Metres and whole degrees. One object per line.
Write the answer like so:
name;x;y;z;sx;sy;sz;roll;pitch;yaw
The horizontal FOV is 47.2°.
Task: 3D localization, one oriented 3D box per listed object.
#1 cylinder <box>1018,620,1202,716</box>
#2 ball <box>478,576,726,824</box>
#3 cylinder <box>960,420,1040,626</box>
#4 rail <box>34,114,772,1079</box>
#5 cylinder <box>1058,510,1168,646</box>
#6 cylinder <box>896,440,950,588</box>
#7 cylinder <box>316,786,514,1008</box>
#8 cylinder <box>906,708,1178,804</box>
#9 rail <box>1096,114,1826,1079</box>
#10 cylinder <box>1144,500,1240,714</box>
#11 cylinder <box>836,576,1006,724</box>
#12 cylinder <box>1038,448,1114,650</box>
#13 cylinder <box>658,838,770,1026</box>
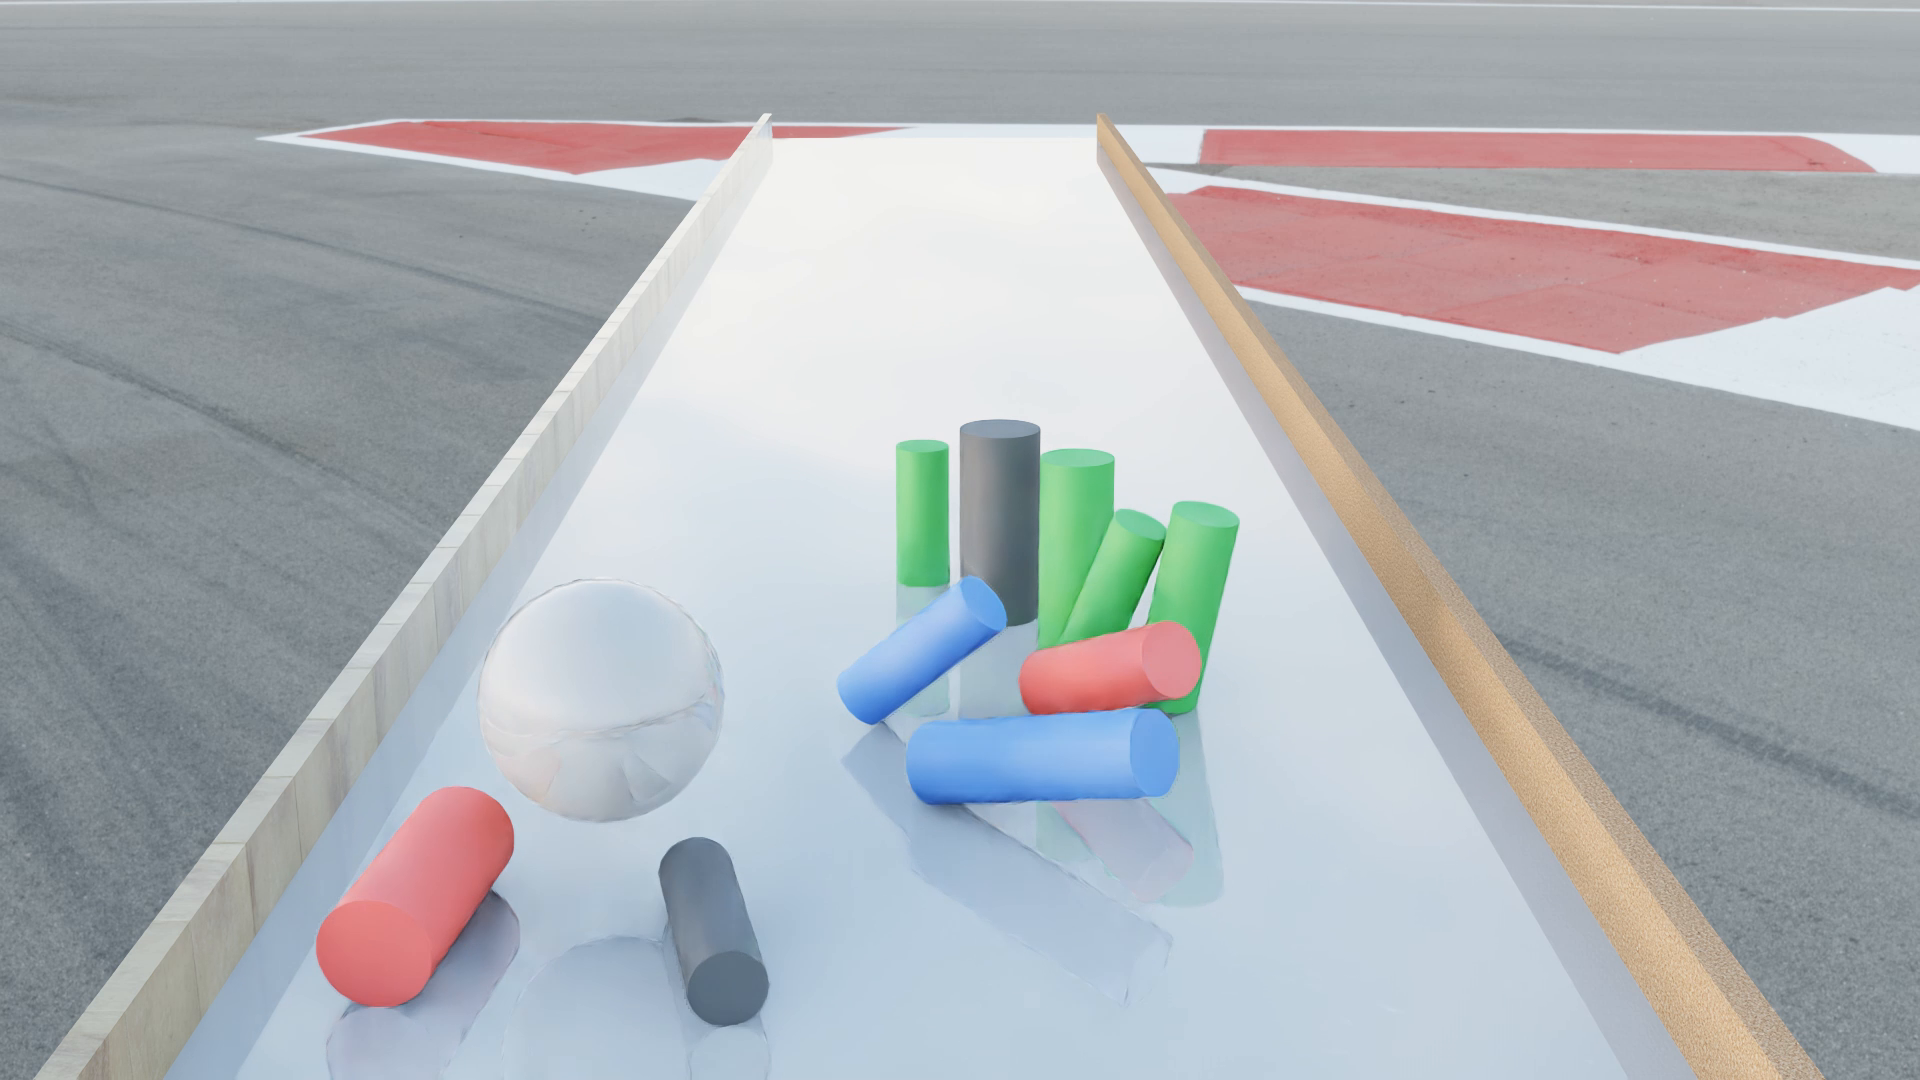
cylinder;0.266;0.239;3.957;0.136;0.136;0.352;-13;-2;-37
ball;-0.544;0.243;3.350;0.374;0.374;0.374;0;17;0
cylinder;0.083;-0.037;4.636;0.169;0.408;0.169;0;17;0
rail;-1.118;-0.838;7.780;0.050;0.150;12.000;0;17;-1
cylinder;0.279;0.120;4.174;0.109;0.354;0.109;18;25;-9
cylinder;-0.083;-0.060;4.886;0.118;0.309;0.118;0;17;0
cylinder;-0.788;0.513;3.215;0.164;0.164;0.399;2;17;5
cylinder;0.129;0.355;3.582;0.450;0.140;0.140;-7;9;38
rail;0.932;-0.844;7.801;0.050;0.150;12.000;0;17;-1
cylinder;0.420;0.126;4.109;0.126;0.379;0.126;9;21;-4
cylinder;-0.071;0.203;4.012;0.328;0.117;0.117;-38;-1;27
cylinder;0.230;0.037;4.372;0.147;0.416;0.147;0;17;0
cylinder;-0.358;0.556;3.161;0.112;0.112;0.382;-4;17;-13
